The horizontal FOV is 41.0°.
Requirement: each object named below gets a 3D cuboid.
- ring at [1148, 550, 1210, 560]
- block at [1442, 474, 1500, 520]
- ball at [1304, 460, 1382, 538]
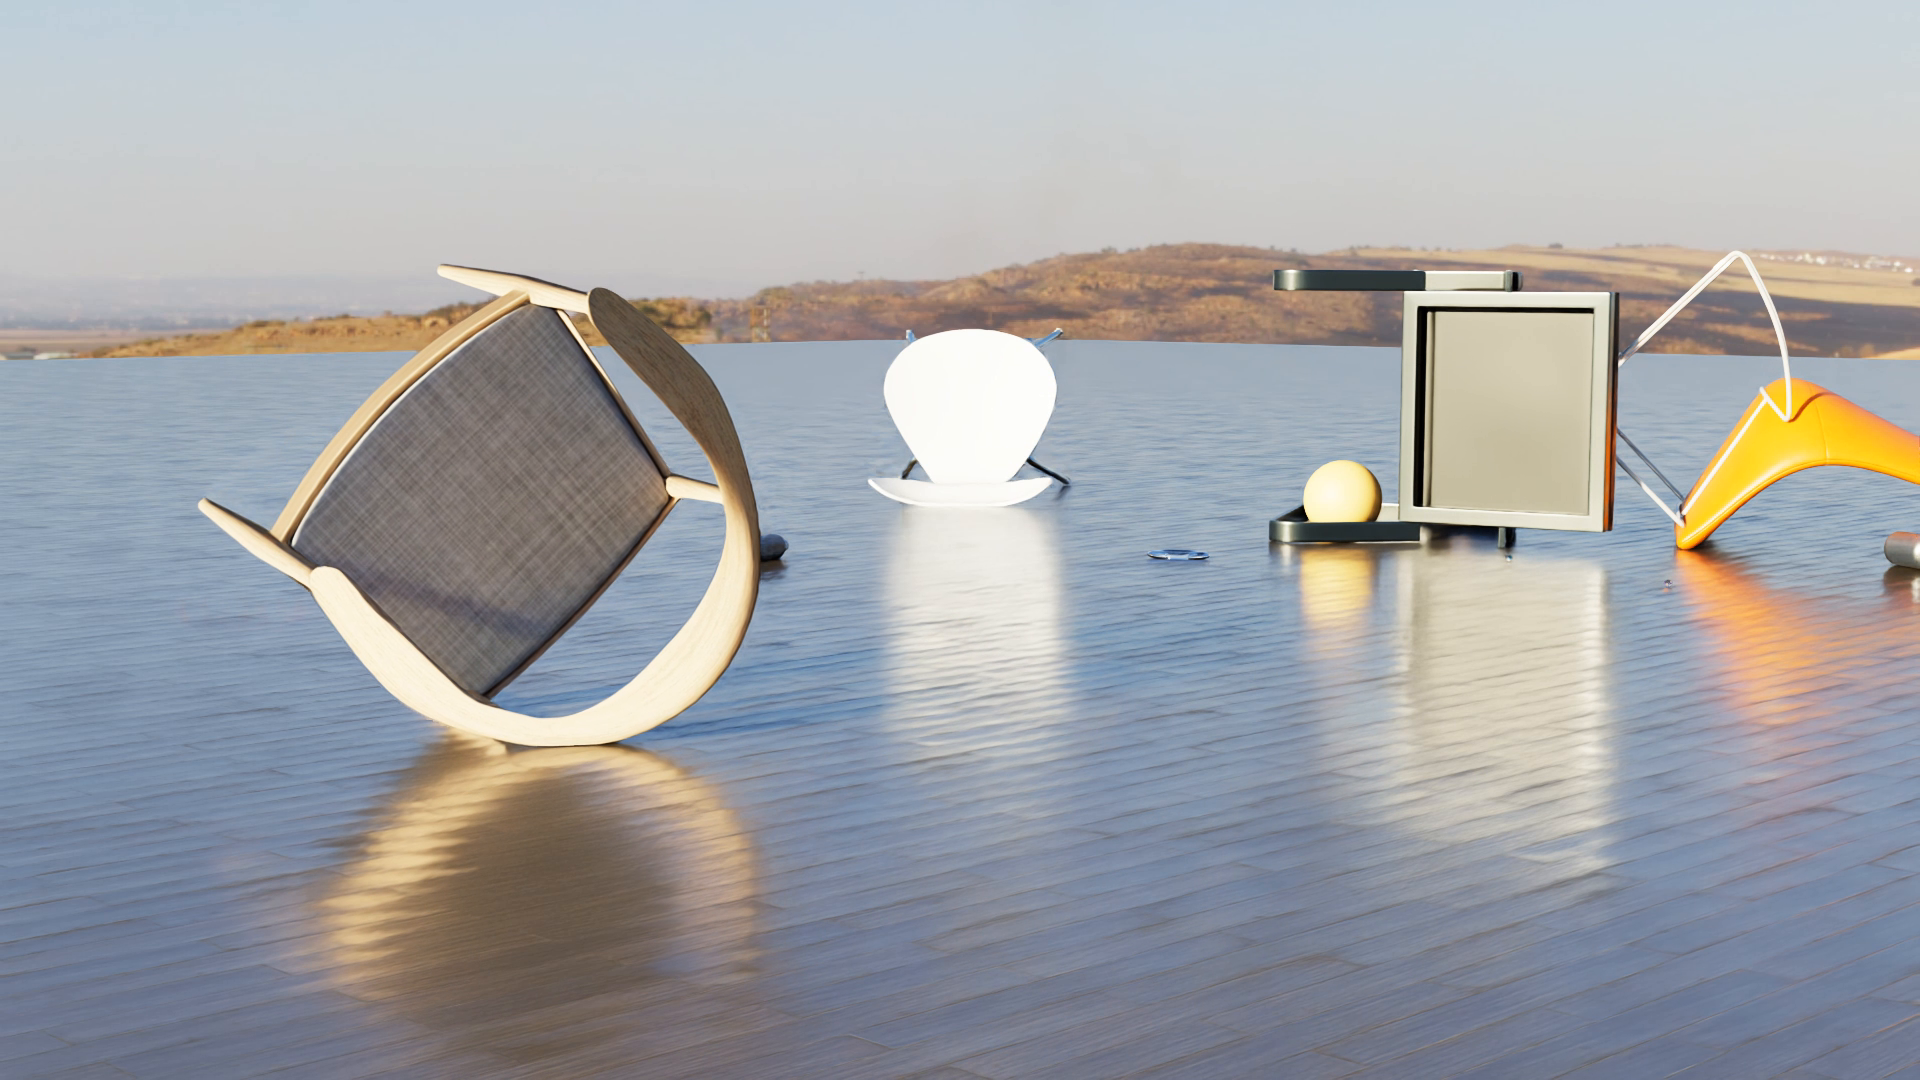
[{"bbox_3d":[0.510,0.034,5.990,0.148,0.018,0.075,2,7,13],"label":"ring"},{"bbox_3d":[1.397,-0.118,7.024,0.069,0.109,0.154,-3,7,-28],"label":"block"},{"bbox_3d":[0.962,-0.102,6.446,0.197,0.197,0.197,0,6,0],"label":"ball"}]
